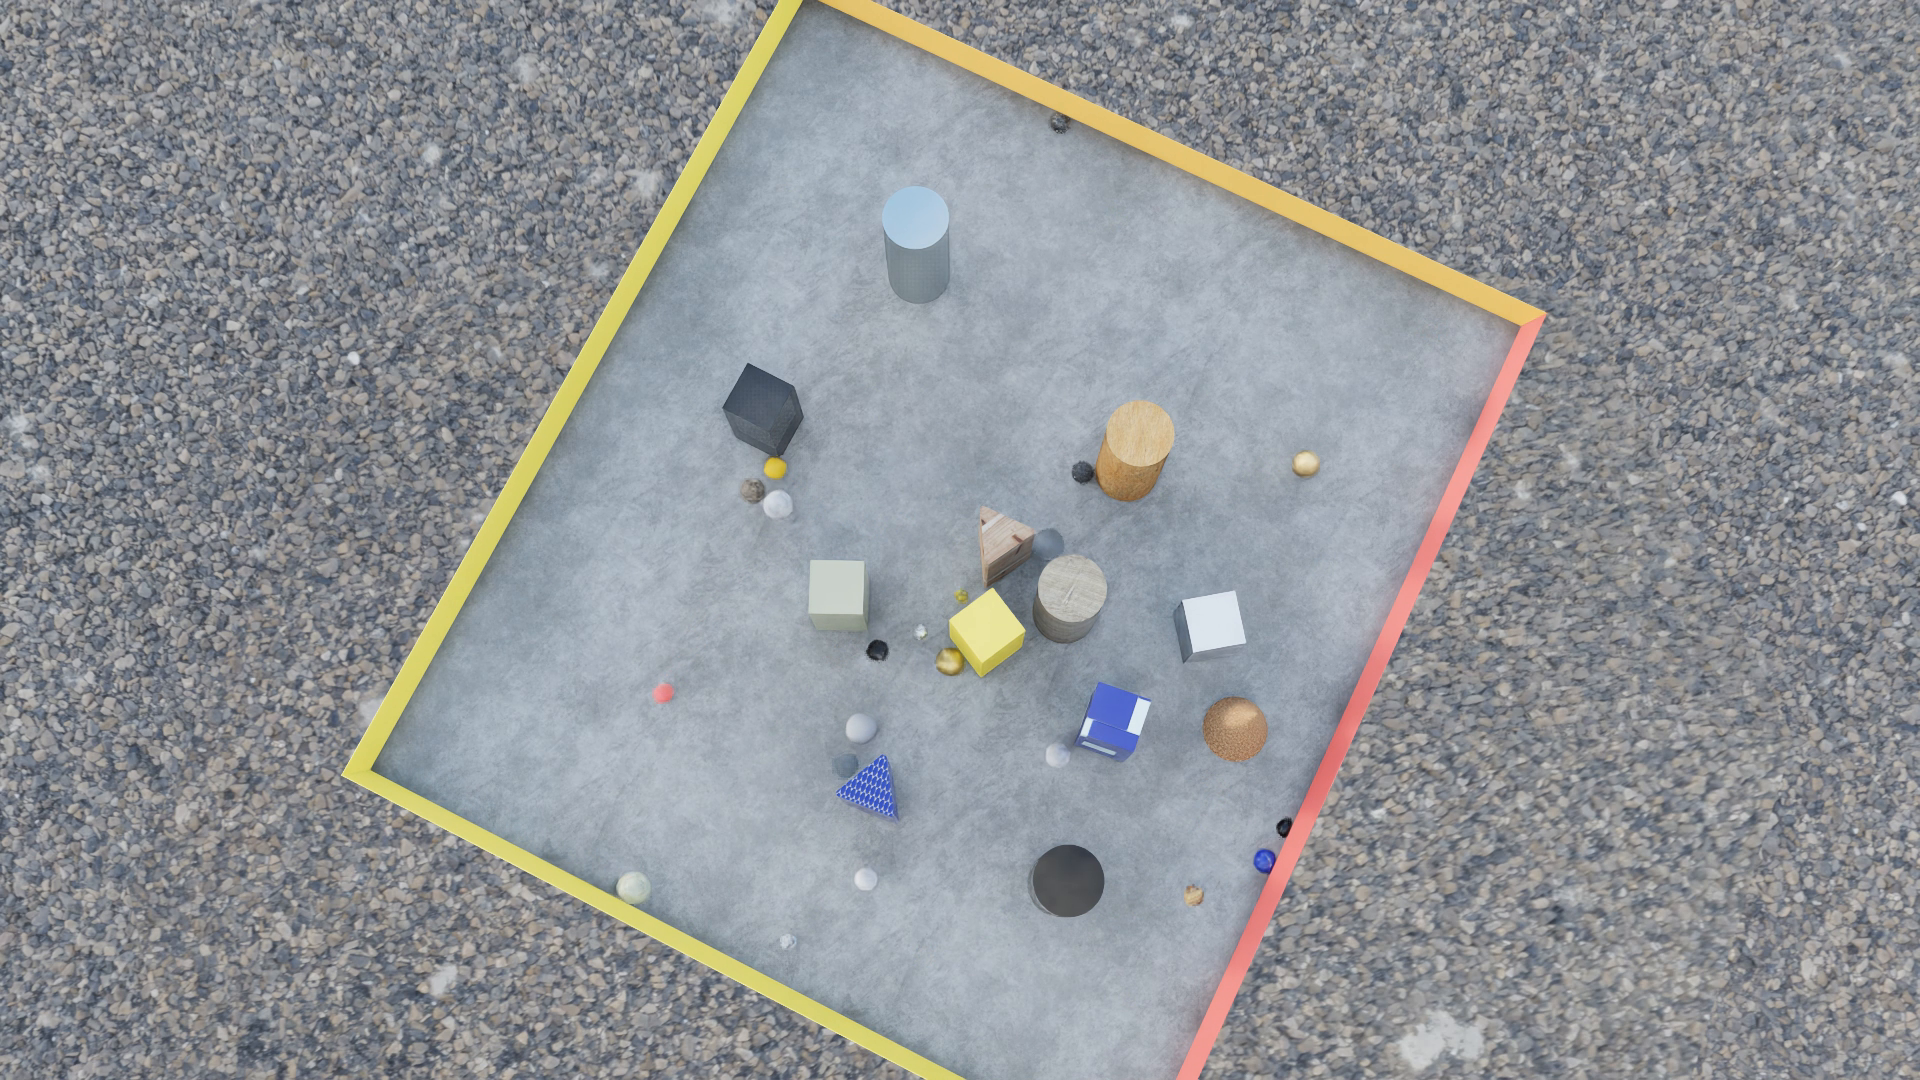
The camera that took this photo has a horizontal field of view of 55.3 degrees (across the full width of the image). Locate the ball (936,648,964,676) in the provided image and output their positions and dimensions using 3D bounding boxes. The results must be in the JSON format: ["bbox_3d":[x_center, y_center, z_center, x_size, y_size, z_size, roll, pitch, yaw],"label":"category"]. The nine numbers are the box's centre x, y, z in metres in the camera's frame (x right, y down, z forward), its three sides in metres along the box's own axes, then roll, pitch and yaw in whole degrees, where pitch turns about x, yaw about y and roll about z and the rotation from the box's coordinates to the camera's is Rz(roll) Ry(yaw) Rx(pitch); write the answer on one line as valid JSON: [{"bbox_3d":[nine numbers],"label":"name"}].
[{"bbox_3d":[-0.031,0.365,5.496,0.088,0.088,0.088,0,78,0],"label":"ball"}]

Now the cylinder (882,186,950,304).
[{"bbox_3d":[-0.129,-0.887,5.553,0.195,0.483,0.195,0,78,0],"label":"cylinder"}]

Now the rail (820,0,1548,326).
[{"bbox_3d":[0.633,-1.233,5.806,2.597,0.127,0.045,26,80,5],"label":"rail"}]

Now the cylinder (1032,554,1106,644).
[{"bbox_3d":[0.317,0.177,5.371,0.195,0.408,0.195,0,78,0],"label":"cylinder"}]

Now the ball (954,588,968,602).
[{"bbox_3d":[0.004,0.169,5.561,0.041,0.041,0.041,0,78,0],"label":"ball"}]

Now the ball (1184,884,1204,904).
[{"bbox_3d":[0.685,1.040,5.372,0.058,0.058,0.058,0,78,0],"label":"ball"}]

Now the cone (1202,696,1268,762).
[{"bbox_3d":[0.826,0.525,5.294,0.195,0.419,0.195,0,78,0],"label":"cone"}]

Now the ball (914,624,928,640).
[{"bbox_3d":[-0.120,0.278,5.537,0.044,0.044,0.044,0,78,0],"label":"ball"}]

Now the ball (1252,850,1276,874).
[{"bbox_3d":[0.896,0.945,5.385,0.070,0.070,0.070,0,78,0],"label":"ball"}]

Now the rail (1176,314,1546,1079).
[{"bbox_3d":[1.140,0.565,5.434,0.045,0.127,2.879,26,80,5],"label":"rail"}]

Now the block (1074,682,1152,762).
[{"bbox_3d":[0.441,0.533,5.331,0.156,0.344,0.156,19,79,4],"label":"block"}]

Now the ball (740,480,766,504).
[{"bbox_3d":[-0.635,-0.148,5.608,0.077,0.077,0.077,0,78,0],"label":"ball"}]

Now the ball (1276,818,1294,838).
[{"bbox_3d":[0.962,0.851,5.412,0.055,0.055,0.055,0,78,0],"label":"ball"}]

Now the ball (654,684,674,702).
[{"bbox_3d":[-0.887,0.458,5.493,0.057,0.057,0.057,0,78,0],"label":"ball"}]

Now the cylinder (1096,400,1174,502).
[{"bbox_3d":[0.514,-0.259,5.442,0.195,0.446,0.195,0,78,0],"label":"cylinder"}]

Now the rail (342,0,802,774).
[{"bbox_3d":[-1.140,-0.552,5.665,0.045,0.127,2.879,26,80,5],"label":"rail"}]

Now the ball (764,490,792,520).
[{"bbox_3d":[-0.555,-0.106,5.593,0.090,0.090,0.090,0,78,0],"label":"ball"}]

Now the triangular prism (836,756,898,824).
[{"bbox_3d":[-0.235,0.703,5.249,0.169,0.435,0.146,21,79,4],"label":"triangular prism"}]

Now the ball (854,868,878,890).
[{"bbox_3d":[-0.276,0.995,5.377,0.067,0.067,0.067,0,78,0],"label":"ball"}]

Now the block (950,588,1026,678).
[{"bbox_3d":[0.078,0.276,5.392,0.156,0.327,0.156,-36,81,-7],"label":"block"}]

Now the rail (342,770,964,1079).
[{"bbox_3d":[-0.633,1.247,5.293,2.597,0.127,0.045,26,80,5],"label":"rail"}]

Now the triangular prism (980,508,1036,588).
[{"bbox_3d":[0.103,0.002,5.419,0.169,0.386,0.146,-34,80,-7],"label":"triangular prism"}]

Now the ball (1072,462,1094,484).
[{"bbox_3d":[0.376,-0.207,5.625,0.067,0.067,0.067,0,78,0],"label":"ball"}]

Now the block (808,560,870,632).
[{"bbox_3d":[-0.355,0.167,5.424,0.156,0.310,0.156,1,78,0],"label":"block"}]

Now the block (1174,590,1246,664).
[{"bbox_3d":[0.738,0.261,5.436,0.156,0.249,0.156,-10,78,-2],"label":"block"}]

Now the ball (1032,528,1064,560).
[{"bbox_3d":[0.267,0.013,5.566,0.094,0.094,0.094,0,78,0],"label":"ball"}]

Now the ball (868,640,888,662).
[{"bbox_3d":[-0.247,0.332,5.515,0.065,0.065,0.065,0,78,0],"label":"ball"}]

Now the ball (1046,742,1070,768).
[{"bbox_3d":[0.291,0.639,5.447,0.073,0.073,0.073,0,78,0],"label":"ball"}]

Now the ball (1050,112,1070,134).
[{"bbox_3d":[0.321,-1.333,5.859,0.065,0.065,0.065,0,78,0],"label":"ball"}]

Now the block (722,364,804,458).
[{"bbox_3d":[-0.590,-0.384,5.524,0.156,0.337,0.156,27,80,5],"label":"block"}]

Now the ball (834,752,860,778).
[{"bbox_3d":[-0.338,0.669,5.439,0.076,0.076,0.076,0,78,0],"label":"ball"}]

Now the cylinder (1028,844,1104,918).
[{"bbox_3d":[0.296,0.970,5.192,0.195,0.438,0.195,0,78,0],"label":"cylinder"}]

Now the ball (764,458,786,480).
[{"bbox_3d":[-0.566,-0.220,5.627,0.068,0.068,0.068,0,78,0],"label":"ball"}]

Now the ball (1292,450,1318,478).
[{"bbox_3d":[1.059,-0.233,5.622,0.083,0.083,0.083,0,78,0],"label":"ball"}]

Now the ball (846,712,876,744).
[{"bbox_3d":[-0.294,0.560,5.453,0.093,0.093,0.093,0,78,0],"label":"ball"}]

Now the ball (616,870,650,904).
[{"bbox_3d":[-0.954,1.017,5.356,0.097,0.097,0.097,0,78,0],"label":"ball"}]

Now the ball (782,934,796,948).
[{"bbox_3d":[-0.499,1.171,5.351,0.045,0.045,0.045,0,78,0],"label":"ball"}]
